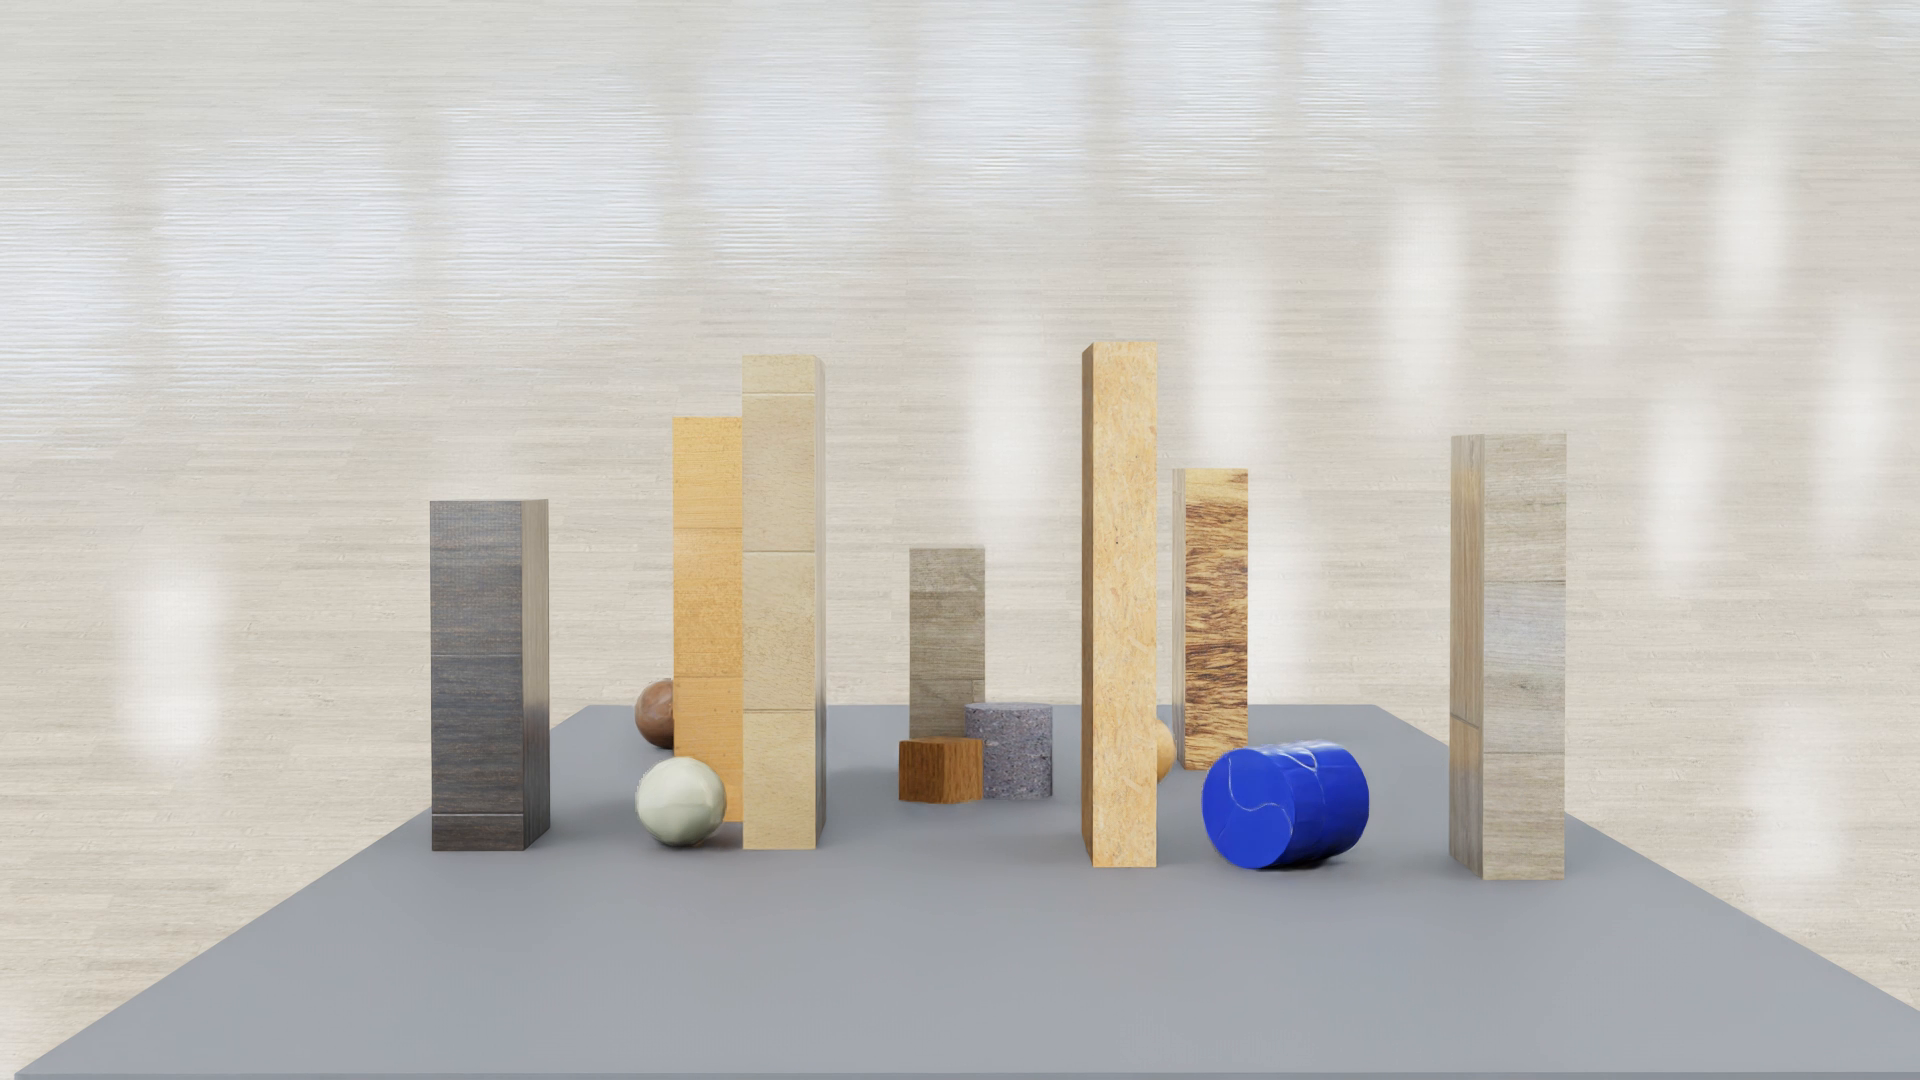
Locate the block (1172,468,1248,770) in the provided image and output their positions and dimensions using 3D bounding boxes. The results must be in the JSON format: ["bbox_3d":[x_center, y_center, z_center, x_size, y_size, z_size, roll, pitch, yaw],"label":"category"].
[{"bbox_3d":[0.510,0.154,5.281,0.124,0.601,0.317,0,2,0],"label":"block"}]

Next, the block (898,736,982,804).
[{"bbox_3d":[-0.036,0.417,4.685,0.107,0.107,0.107,1,2,39],"label":"block"}]

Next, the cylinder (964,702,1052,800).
[{"bbox_3d":[0.090,0.387,4.756,0.163,0.163,0.163,0,2,0],"label":"cylinder"}]

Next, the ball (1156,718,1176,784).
[{"bbox_3d":[0.332,0.395,4.834,0.143,0.143,0.143,0,25,0],"label":"ball"}]

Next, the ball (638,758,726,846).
[{"bbox_3d":[-0.442,0.416,4.100,0.142,0.142,0.142,0,25,0],"label":"ball"}]

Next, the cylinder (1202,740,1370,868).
[{"bbox_3d":[0.496,0.401,3.923,0.180,0.180,0.180,-1,20,-44],"label":"cylinder"}]

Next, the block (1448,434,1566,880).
[{"bbox_3d":[0.822,0.167,3.882,0.119,0.650,0.259,0,2,0],"label":"block"}]

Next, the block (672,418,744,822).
[{"bbox_3d":[-0.419,0.131,4.529,0.134,0.688,0.315,0,2,0],"label":"block"}]

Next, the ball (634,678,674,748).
[{"bbox_3d":[-0.623,0.373,5.533,0.150,0.150,0.150,0,25,0],"label":"ball"}]

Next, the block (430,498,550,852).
[{"bbox_3d":[-0.758,0.210,4.175,0.144,0.550,0.266,0,2,0],"label":"block"}]

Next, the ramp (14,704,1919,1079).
[{"bbox_3d":[0.058,0.524,4.562,2.000,0.100,4.000,0,2,0],"label":"ramp"}]

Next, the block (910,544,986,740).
[{"bbox_3d":[-0.024,0.238,4.952,0.141,0.451,0.259,0,2,0],"label":"block"}]

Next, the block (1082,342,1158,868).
[{"bbox_3d":[0.248,0.093,4.054,0.095,0.790,0.361,0,2,0],"label":"block"}]

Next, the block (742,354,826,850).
[{"bbox_3d":[-0.285,0.094,4.225,0.114,0.779,0.339,0,2,0],"label":"block"}]
